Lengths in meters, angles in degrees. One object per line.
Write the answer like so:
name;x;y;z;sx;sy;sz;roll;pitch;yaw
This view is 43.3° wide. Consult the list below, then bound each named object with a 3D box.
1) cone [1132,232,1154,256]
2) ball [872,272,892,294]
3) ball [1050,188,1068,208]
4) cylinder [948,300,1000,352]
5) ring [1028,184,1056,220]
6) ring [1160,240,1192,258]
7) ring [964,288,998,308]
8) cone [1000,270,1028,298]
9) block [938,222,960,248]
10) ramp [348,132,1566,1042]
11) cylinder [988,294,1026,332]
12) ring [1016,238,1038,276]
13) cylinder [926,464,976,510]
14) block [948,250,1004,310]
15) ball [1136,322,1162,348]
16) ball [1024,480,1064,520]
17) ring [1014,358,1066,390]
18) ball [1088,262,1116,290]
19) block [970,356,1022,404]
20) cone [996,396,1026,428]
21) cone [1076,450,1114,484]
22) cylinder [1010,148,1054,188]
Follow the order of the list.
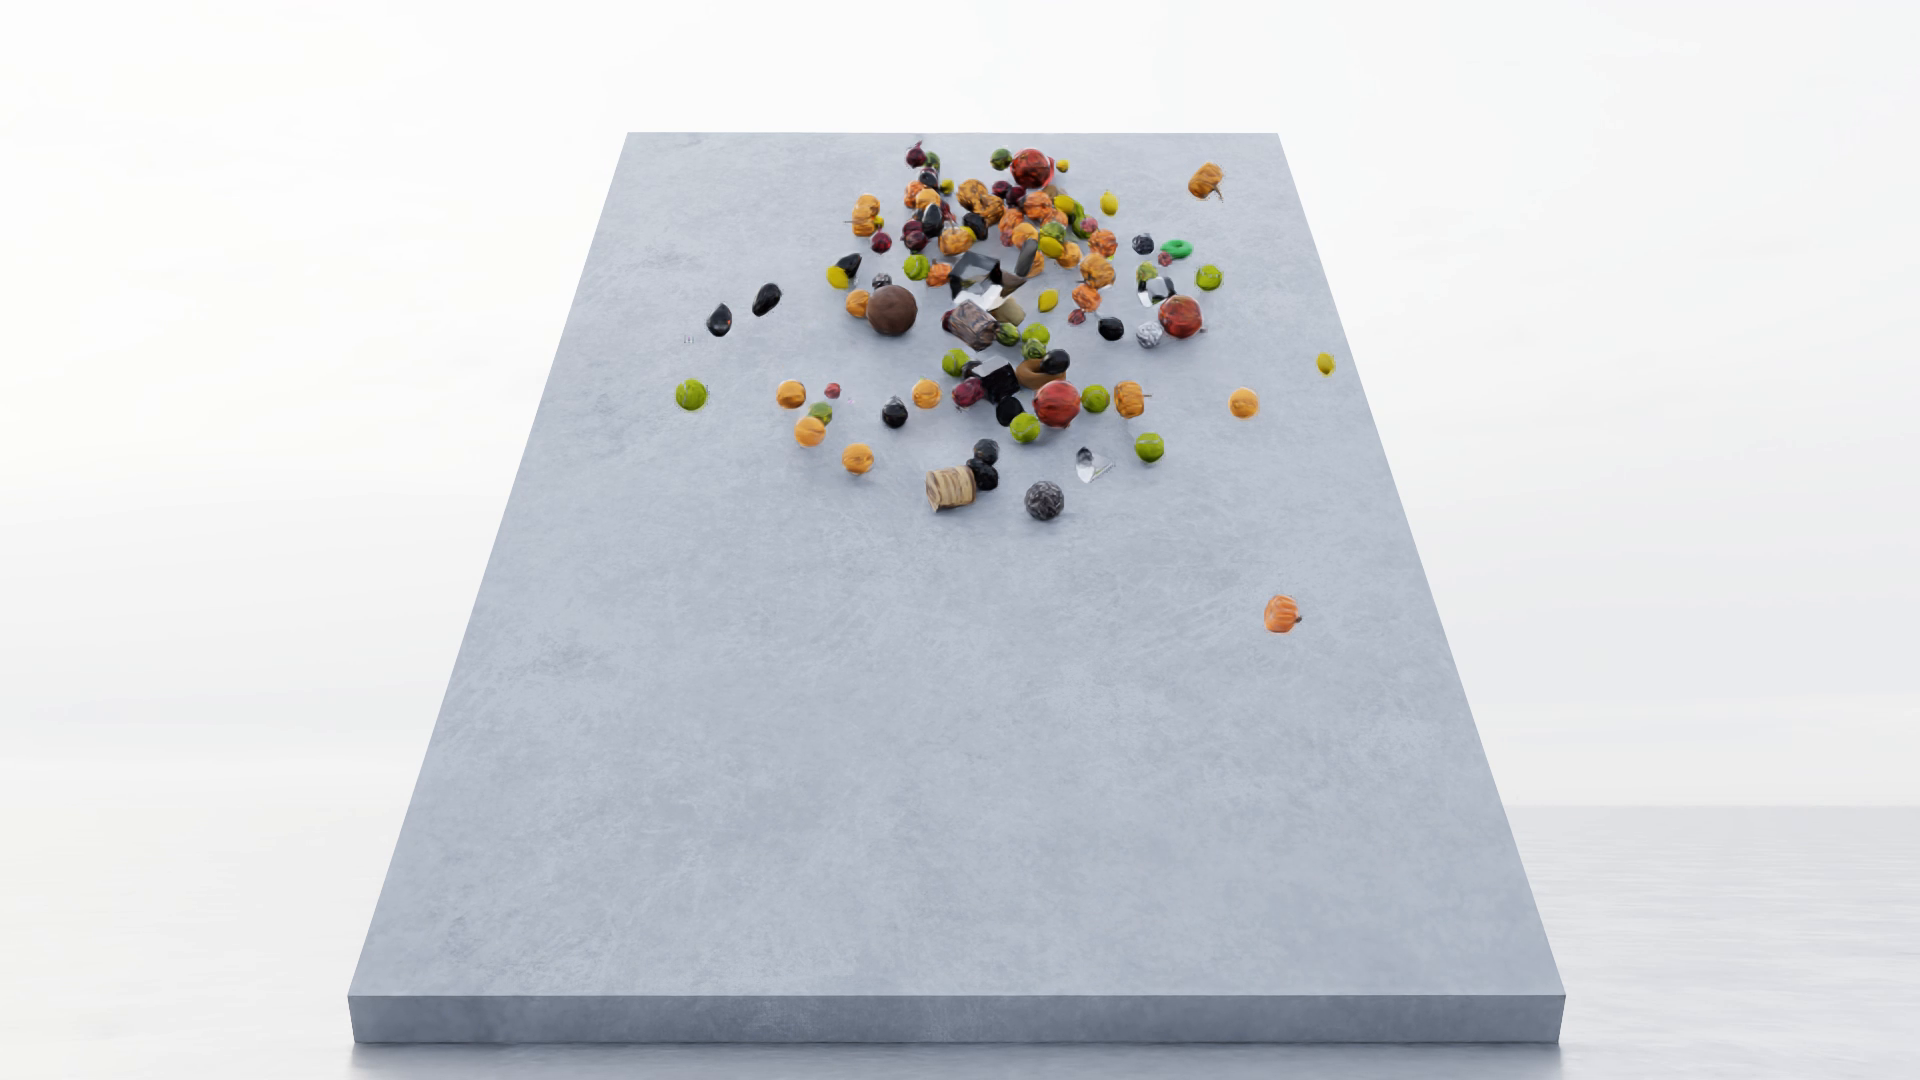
cone;0.498;-0.807;6.470;0.064;0.064;0.064;11;-47;12
ball;-0.204;-0.678;6.376;0.054;0.054;0.054;0;-6;0
ball;0.282;-0.979;6.897;0.056;0.056;0.056;0;-6;0
cylinder;0.033;-0.509;5.735;0.090;0.090;0.090;42;12;22
ring;0.231;-0.950;6.794;0.039;0.117;0.117;35;-11;-5
ring;0.593;-0.797;6.612;0.087;0.029;0.087;-1;31;0
ring;0.056;-0.631;6.320;0.092;0.031;0.092;-1;29;0
cone;0.140;-0.647;6.064;0.072;0.072;0.072;-4;-7;28
block;-0.032;-0.840;6.639;0.054;0.054;0.054;3;29;-1
ramp;-0.013;-0.210;5.719;2.000;0.100;4.000;0;30;0
cylinder;0.118;-0.581;6.147;0.072;0.072;0.072;-7;-51;49
ring;0.174;-0.736;6.295;0.036;0.107;0.107;21;-5;4
cylinder;-0.021;-0.117;5.369;0.088;0.088;0.088;-11;-2;-19
block;0.040;-0.643;5.991;0.093;0.093;0.093;19;-36;25
ball;0.477;-0.519;6.092;0.066;0.066;0.066;0;-6;0
ball;0.186;-0.087;5.320;0.088;0.088;0.088;0;-6;0
ring;0.197;-0.405;5.918;0.128;0.043;0.128;1;30;-1
ball;0.378;-0.701;6.399;0.074;0.074;0.074;0;-6;0
block;0.087;-0.385;5.811;0.077;0.077;0.077;-29;25;-13
cone;0.138;-0.302;5.746;0.076;0.076;0.076;-4;-6;36
cone;0.319;-0.173;5.492;0.080;0.080;0.080;-14;2;-32
cylinder;0.212;-1.084;7.039;0.092;0.092;0.092;25;9;33
